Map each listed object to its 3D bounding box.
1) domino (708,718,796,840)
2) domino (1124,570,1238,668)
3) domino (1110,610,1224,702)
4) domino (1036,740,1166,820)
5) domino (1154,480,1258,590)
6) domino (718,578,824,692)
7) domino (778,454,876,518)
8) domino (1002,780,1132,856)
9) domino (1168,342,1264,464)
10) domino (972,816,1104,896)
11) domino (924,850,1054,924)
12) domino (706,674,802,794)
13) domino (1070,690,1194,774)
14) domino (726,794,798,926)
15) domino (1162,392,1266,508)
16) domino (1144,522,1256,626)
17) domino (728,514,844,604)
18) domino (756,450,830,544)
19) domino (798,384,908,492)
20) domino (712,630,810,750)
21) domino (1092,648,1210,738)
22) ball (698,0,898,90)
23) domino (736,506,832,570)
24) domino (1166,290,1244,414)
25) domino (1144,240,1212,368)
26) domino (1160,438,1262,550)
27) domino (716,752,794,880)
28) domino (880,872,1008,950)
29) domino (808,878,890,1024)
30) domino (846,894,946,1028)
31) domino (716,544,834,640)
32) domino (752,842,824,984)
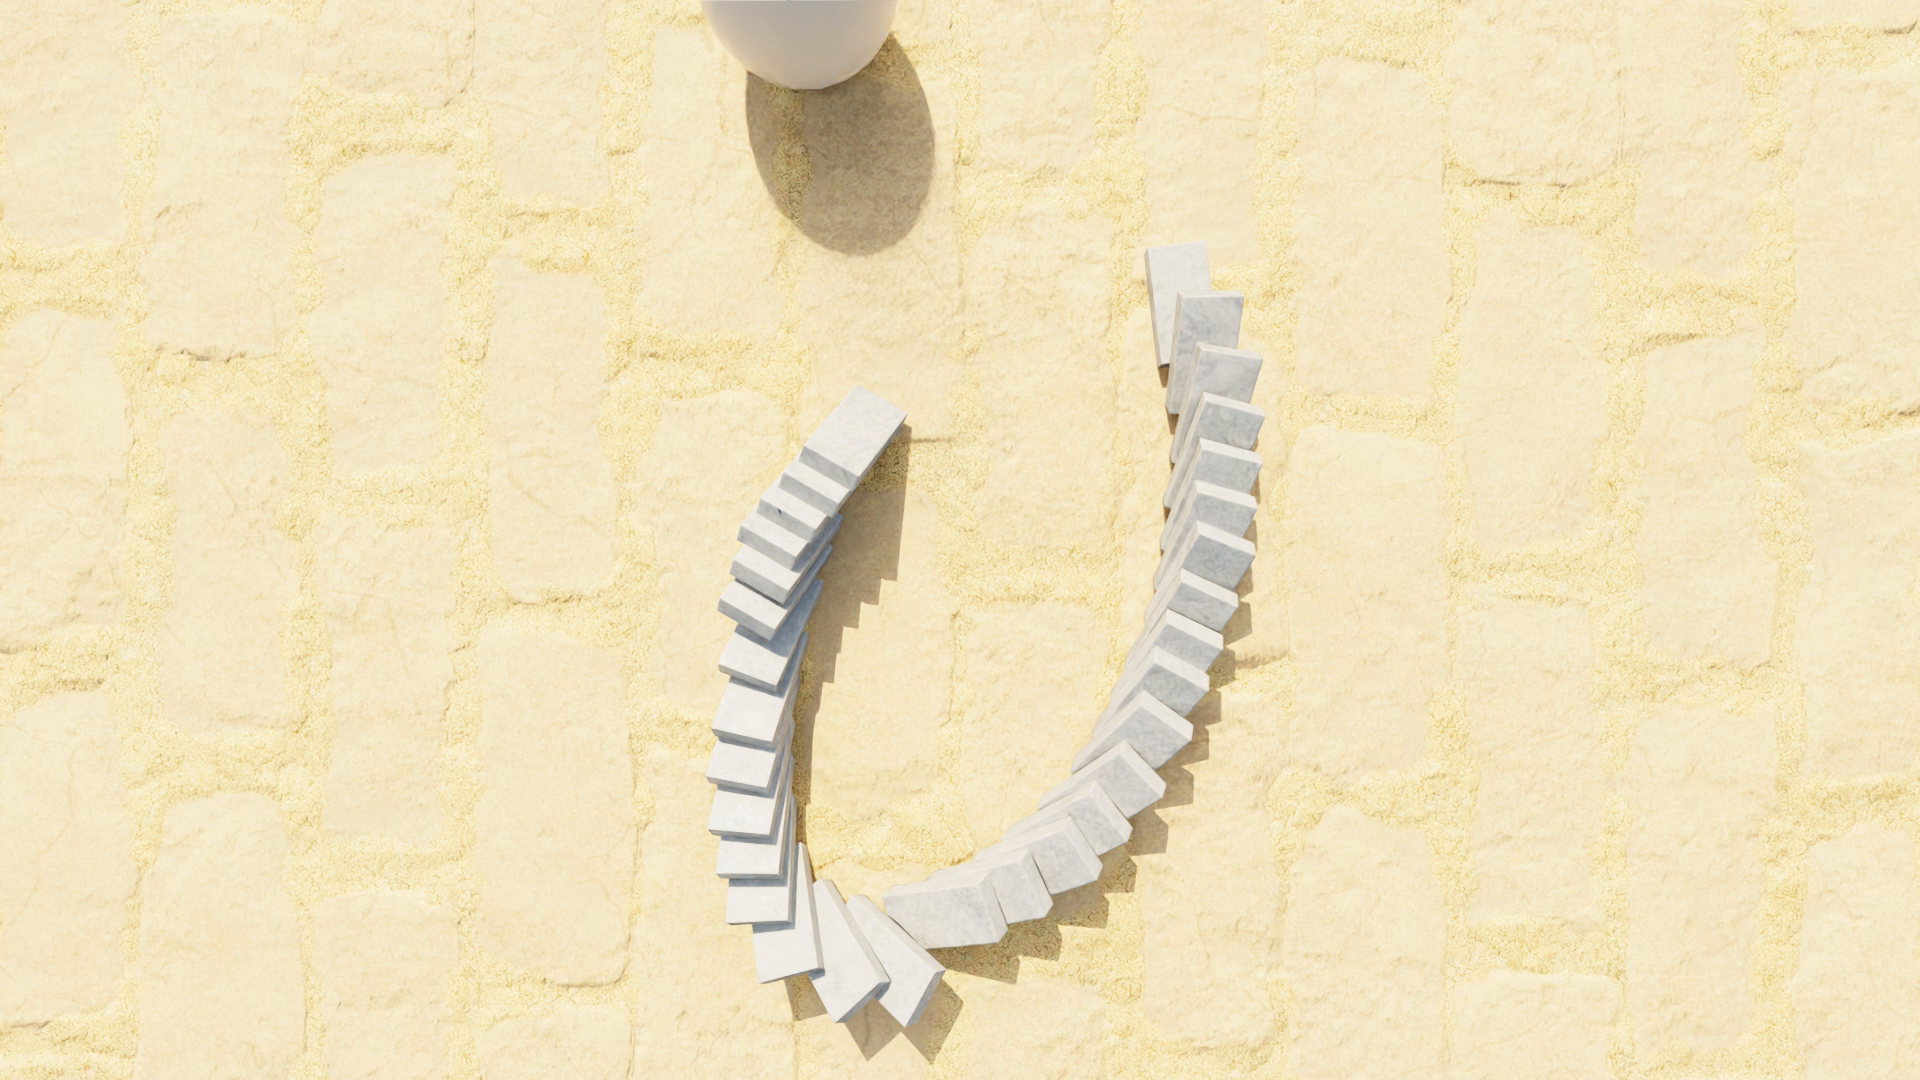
[{"bbox_3d":[-0.086,0.098,0.382,0.025,0.009,0.050,4,58,3],"label":"domino"},{"bbox_3d":[0.092,0.038,0.383,0.025,0.009,0.050,25,122,0],"label":"domino"},{"bbox_3d":[0.085,0.054,0.382,0.025,0.009,0.050,26,124,-1],"label":"domino"},{"bbox_3d":[0.059,0.107,0.383,0.025,0.010,0.050,46,121,0],"label":"domino"},{"bbox_3d":[0.101,0.002,0.382,0.025,0.009,0.050,16,123,-1],"label":"domino"},{"bbox_3d":[-0.079,0.036,0.384,0.025,0.009,0.050,21,61,0],"label":"domino"},{"bbox_3d":[-0.051,-0.032,0.379,0.025,0.050,0.009,30,133,0],"label":"domino"},{"bbox_3d":[0.044,0.123,0.384,0.050,0.009,0.025,-38,90,30],"label":"domino"},{"bbox_3d":[0.107,-0.055,0.384,0.025,0.010,0.050,9,118,0],"label":"domino"},{"bbox_3d":[0.032,0.136,0.383,0.050,0.009,0.025,-32,93,30],"label":"domino"},{"bbox_3d":[0.011,0.148,0.384,0.050,0.010,0.025,-24,90,30],"label":"domino"},{"bbox_3d":[-0.085,0.078,0.382,0.025,0.010,0.050,10,58,3],"label":"domino"},{"bbox_3d":[0.071,0.087,0.382,0.025,0.010,0.050,35,123,-2],"label":"domino"},{"bbox_3d":[-0.083,0.134,0.384,0.025,0.009,0.050,-3,62,0],"label":"domino"},{"bbox_3d":[0.106,-0.034,0.383,0.025,0.010,0.050,15,120,0],"label":"domino"},{"bbox_3d":[0.099,0.019,0.382,0.025,0.010,0.050,21,122,-3],"label":"domino"},{"bbox_3d":[-0.071,0.001,0.379,0.025,0.050,0.009,30,133,0],"label":"domino"},{"bbox_3d":[-0.060,-0.022,0.379,0.025,0.050,0.010,29,133,0],"label":"domino"},{"bbox_3d":[-0.043,-0.043,0.379,0.025,0.050,0.010,30,133,0],"label":"domino"},{"bbox_3d":[-0.082,0.060,0.382,0.025,0.009,0.050,12,58,2],"label":"domino"},{"bbox_3d":[0.079,0.070,0.382,0.025,0.009,0.050,28,124,-2],"label":"domino"},{"bbox_3d":[-0.064,-0.221,0.360,0.080,0.080,0.080,0,90,0],"label":"ball"},{"bbox_3d":[-0.068,-0.012,0.379,0.025,0.050,0.010,30,133,0],"label":"domino"},{"bbox_3d":[0.102,-0.078,0.384,0.025,0.010,0.050,-1,118,-1],"label":"domino"},{"bbox_3d":[0.095,-0.101,0.395,0.025,0.010,0.050,-7,90,0],"label":"domino"},{"bbox_3d":[0.104,-0.016,0.383,0.025,0.009,0.050,15,122,0],"label":"domino"},{"bbox_3d":[-0.085,0.114,0.383,0.025,0.010,0.050,0,58,0],"label":"domino"},{"bbox_3d":[-0.007,0.156,0.383,0.050,0.010,0.025,-20,90,30],"label":"domino"},{"bbox_3d":[-0.053,0.170,0.382,0.025,0.010,0.050,-43,57,2],"label":"domino"},{"bbox_3d":[-0.032,0.174,0.382,0.050,0.010,0.025,29,90,33],"label":"domino"},{"bbox_3d":[-0.076,0.015,0.380,0.025,0.010,0.050,30,48,0],"label":"domino"},{"bbox_3d":[-0.074,0.156,0.383,0.025,0.009,0.050,-15,61,1],"label":"domino"}]
